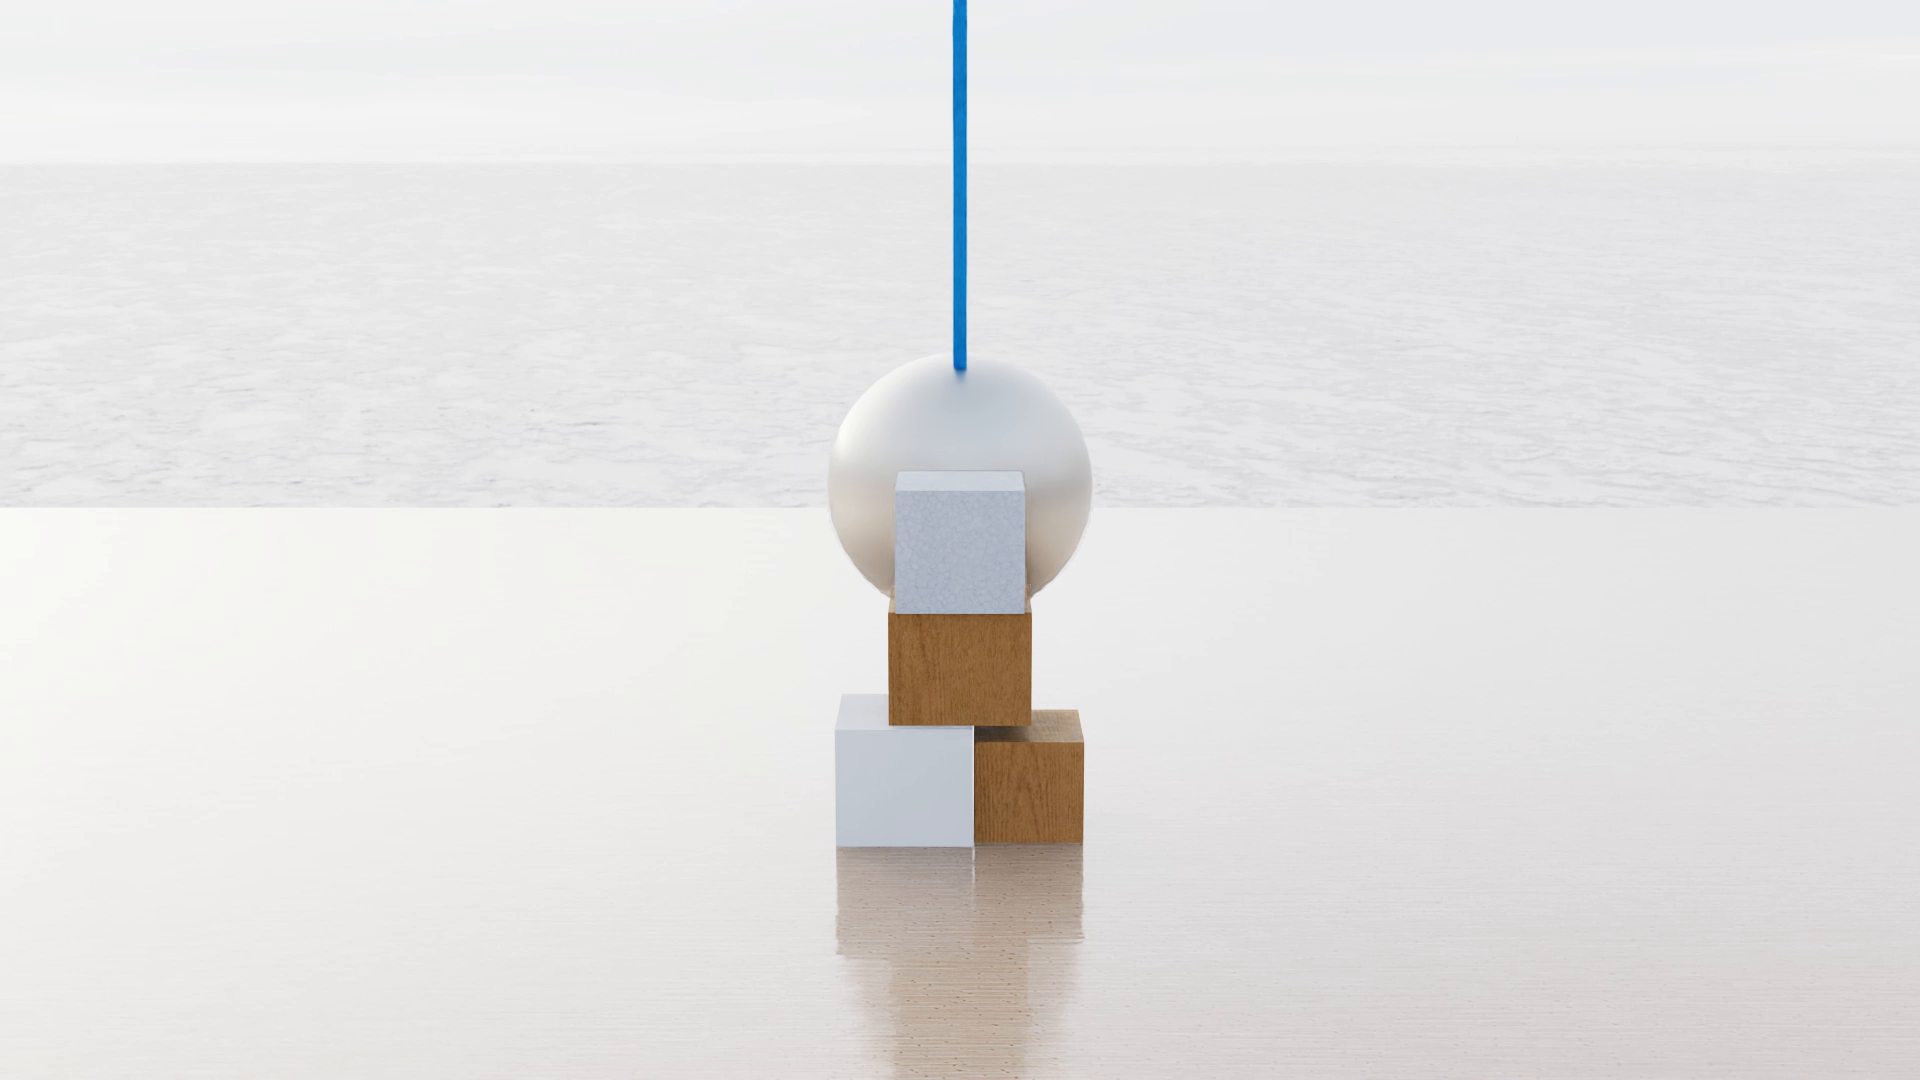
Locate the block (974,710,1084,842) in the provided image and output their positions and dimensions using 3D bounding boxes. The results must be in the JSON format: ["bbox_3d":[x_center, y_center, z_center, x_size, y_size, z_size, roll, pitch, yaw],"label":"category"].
[{"bbox_3d":[0.349,1.216,11.409,0.552,0.526,0.651,0,10,0],"label":"block"}]

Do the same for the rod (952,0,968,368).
[{"bbox_3d":[0.000,-3.255,11.502,0.080,5.200,0.080,0,31,0],"label":"rod"}]

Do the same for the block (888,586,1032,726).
[{"bbox_3d":[0.000,0.589,11.301,0.718,0.582,0.634,0,10,0],"label":"block"}]

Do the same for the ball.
[{"bbox_3d":[0.000,-0.327,13.229,1.600,1.600,1.600,0,10,0],"label":"ball"}]

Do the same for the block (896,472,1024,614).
[{"bbox_3d":[0.000,0.004,11.162,0.637,0.618,0.642,0,10,0],"label":"block"}]

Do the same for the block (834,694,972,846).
[{"bbox_3d":[-0.281,1.180,11.377,0.689,0.607,0.725,0,10,0],"label":"block"}]
